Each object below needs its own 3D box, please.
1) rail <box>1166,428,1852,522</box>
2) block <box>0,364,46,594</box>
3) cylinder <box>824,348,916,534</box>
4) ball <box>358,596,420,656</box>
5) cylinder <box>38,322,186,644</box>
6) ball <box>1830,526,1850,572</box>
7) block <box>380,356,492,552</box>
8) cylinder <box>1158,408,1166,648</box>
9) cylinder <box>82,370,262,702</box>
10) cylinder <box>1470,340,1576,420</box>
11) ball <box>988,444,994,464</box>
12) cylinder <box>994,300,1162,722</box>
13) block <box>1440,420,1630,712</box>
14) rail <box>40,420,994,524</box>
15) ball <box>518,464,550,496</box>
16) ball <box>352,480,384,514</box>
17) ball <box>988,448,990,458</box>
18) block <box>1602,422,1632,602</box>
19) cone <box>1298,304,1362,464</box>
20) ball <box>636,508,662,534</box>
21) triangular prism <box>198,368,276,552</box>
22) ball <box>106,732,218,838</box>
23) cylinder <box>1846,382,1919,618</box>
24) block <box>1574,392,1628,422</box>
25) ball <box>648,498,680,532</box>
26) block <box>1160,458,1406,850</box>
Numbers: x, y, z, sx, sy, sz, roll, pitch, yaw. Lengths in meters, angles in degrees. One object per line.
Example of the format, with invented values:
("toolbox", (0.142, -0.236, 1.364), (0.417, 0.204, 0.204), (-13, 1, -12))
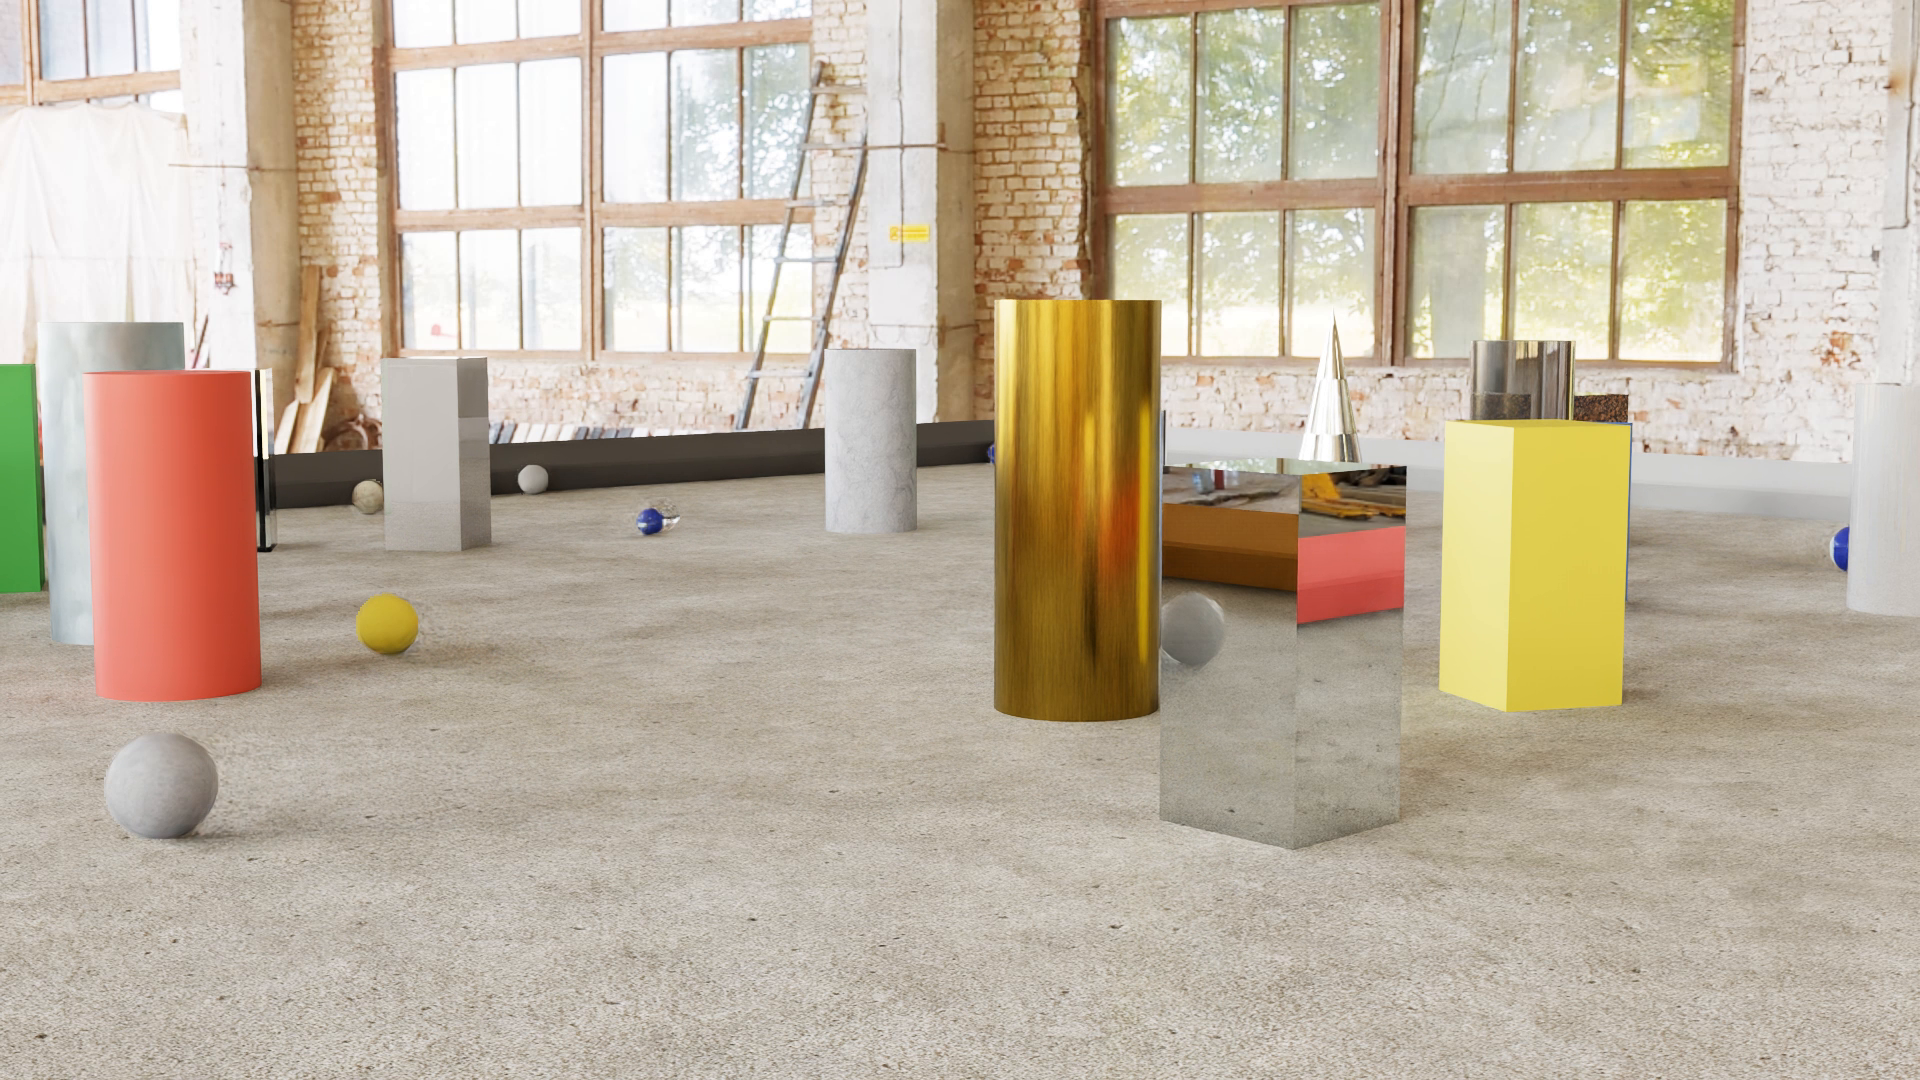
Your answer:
("rail", (1.576, -0.123, 4.778), (0.045, 0.119, 4.240), (-6, 8, -42))
("block", (-1.529, -0.099, 3.459), (0.146, 0.352, 0.146), (-2, 6, -20))
("cylinder", (-0.178, -0.200, 4.380), (0.183, 0.359, 0.183), (0, 6, 0))
("ball", (-0.731, 0.109, 2.811), (0.076, 0.076, 0.076), (0, 6, 0))
("cylinder", (-1.135, -0.081, 2.964), (0.183, 0.422, 0.183), (0, 6, 0))
("ball", (1.497, 0.015, 3.678), (0.080, 0.080, 0.080), (0, 6, 0))
("block", (-0.967, -0.162, 4.064), (0.146, 0.349, 0.146), (1, 6, 10))
("cylinder", (0.179, -0.017, 2.893), (0.183, 0.310, 0.183), (0, 6, 0))
("cylinder", (-0.913, -0.010, 2.552), (0.183, 0.368, 0.183), (0, 6, 0))
("cylinder", (1.010, -0.168, 3.964), (0.183, 0.382, 0.183), (0, 6, 0))
("ball", (0.120, -0.235, 6.011), (0.081, 0.081, 0.081), (0, 6, 0))
("cylinder", (0.129, -0.038, 2.426), (0.183, 0.450, 0.183), (0, 6, 0))
("block", (0.649, 0.024, 2.492), (0.146, 0.313, 0.146), (-2, 6, -17))
("rail", (-1.422, -0.132, 4.864), (4.335, 0.119, 0.045), (-6, 8, -42))
("ball", (-1.005, -0.141, 5.179), (0.073, 0.073, 0.073), (0, 6, 0))
("ball", (-1.272, -0.092, 4.732), (0.070, 0.070, 0.070), (0, 6, 0))
("ball", (0.111, -0.245, 6.182), (0.065, 0.065, 0.065), (0, 6, 0))
("block", (0.911, -0.039, 3.289), (0.146, 0.269, 0.146), (3, 7, 29))
("cone", (0.704, -0.223, 4.174), (0.183, 0.448, 0.183), (0, 6, 0))
("ball", (-0.605, -0.035, 4.283), (0.051, 0.051, 0.051), (0, 6, 0))
("triangular prism", (-1.307, -0.151, 4.052), (0.158, 0.330, 0.137), (2, 6, 17))
("ball", (-0.668, 0.206, 1.844), (0.089, 0.089, 0.089), (0, 6, 0))
("cylinder", (1.404, -0.063, 3.223), (0.183, 0.330, 0.183), (0, 6, 0))
("block", (1.156, -0.138, 4.169), (0.146, 0.279, 0.146), (-3, 7, -23))
("ball", (-0.586, -0.049, 4.344), (0.065, 0.065, 0.065), (0, 6, 0))
("block", (0.277, 0.090, 1.890), (0.146, 0.309, 0.146), (-6, 8, -43))
